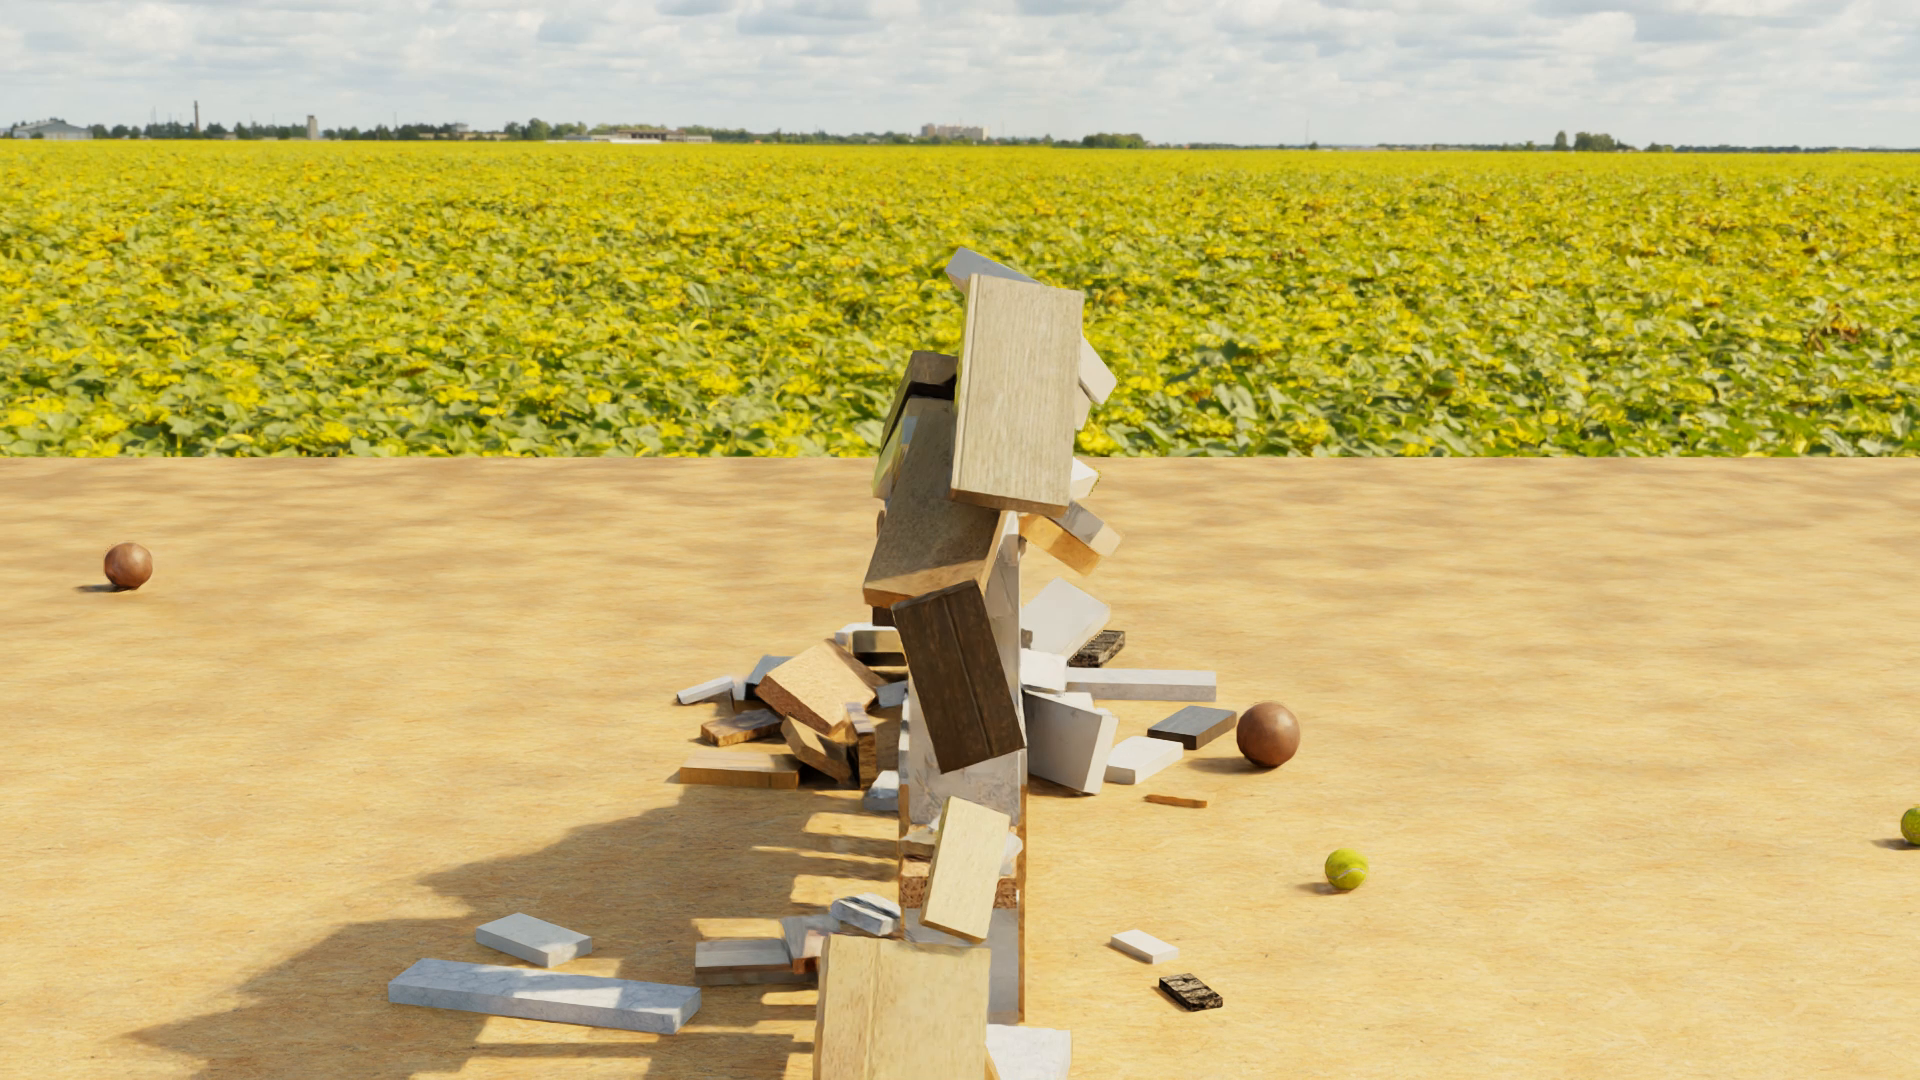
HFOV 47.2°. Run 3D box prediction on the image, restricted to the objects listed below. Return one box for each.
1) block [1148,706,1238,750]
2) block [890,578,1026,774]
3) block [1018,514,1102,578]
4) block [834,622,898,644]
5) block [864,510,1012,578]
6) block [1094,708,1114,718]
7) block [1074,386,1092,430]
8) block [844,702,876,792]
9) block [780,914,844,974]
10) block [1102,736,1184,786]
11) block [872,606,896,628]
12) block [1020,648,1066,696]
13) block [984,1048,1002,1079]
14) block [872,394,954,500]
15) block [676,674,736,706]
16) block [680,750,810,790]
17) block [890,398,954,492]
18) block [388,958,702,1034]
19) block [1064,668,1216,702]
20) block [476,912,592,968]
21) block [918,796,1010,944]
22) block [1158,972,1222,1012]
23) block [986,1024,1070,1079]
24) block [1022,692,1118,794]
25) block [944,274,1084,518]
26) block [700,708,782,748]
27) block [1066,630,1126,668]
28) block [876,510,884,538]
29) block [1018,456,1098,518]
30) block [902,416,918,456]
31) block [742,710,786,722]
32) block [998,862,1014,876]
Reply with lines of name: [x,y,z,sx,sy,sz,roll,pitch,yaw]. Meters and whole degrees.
block: [0.491,0.395,4.635,0.111,0.031,0.221,6,12,29]
block: [-0.002,0.159,2.564,0.103,0.207,0.029,-17,14,-4]
block: [0.108,-0.042,3.833,0.169,0.048,0.432,38,3,24]
block: [-0.112,0.232,5.434,0.382,0.029,0.103,-1,11,19]
block: [-0.021,-0.002,2.779,0.136,0.039,0.273,6,32,10]
block: [0.262,0.382,4.744,0.123,0.017,0.062,-3,11,-13]
block: [0.091,-0.197,2.893,0.143,0.041,0.286,20,1,7]
block: [-0.197,0.405,4.343,0.033,0.116,0.231,-4,11,-9]
block: [-0.220,0.611,3.329,0.087,0.025,0.174,-2,11,-11]
block: [0.349,0.439,4.395,0.111,0.031,0.221,6,12,30]
block: [-0.039,0.072,3.429,0.150,0.043,0.301,2,16,7]
block: [0.127,0.255,4.334,0.158,0.079,0.022,11,-34,-6]
block: [-0.010,0.652,2.300,0.162,0.046,0.325,-31,31,-1]
block: [-0.020,-0.123,3.256,0.168,0.048,0.336,8,-18,-9]
block: [-0.568,0.334,4.903,0.123,0.017,0.062,-19,13,-13]
block: [-0.421,0.452,4.323,0.231,0.033,0.116,2,11,11]
block: [-0.001,-0.121,3.046,0.168,0.048,0.336,5,-13,-4]
block: [-0.605,0.662,3.201,0.447,0.029,0.103,3,11,15]
block: [0.395,0.327,4.980,0.366,0.038,0.135,1,11,6]
block: [-0.665,0.623,3.426,0.174,0.025,0.087,9,14,39]
block: [0.005,0.331,2.213,0.067,0.134,0.019,21,-30,-15]
block: [0.339,0.664,3.229,0.052,0.015,0.103,-4,11,-21]
block: [-0.030,0.762,2.306,0.162,0.046,0.922,2,18,11]
block: [0.176,0.391,4.318,0.042,0.149,0.299,16,-2,-40]
block: [0.068,-0.176,2.669,0.143,0.286,0.041,9,-21,-9]
block: [-0.457,0.393,4.607,0.153,0.022,0.076,-12,25,-33]
block: [0.303,0.263,5.322,0.135,0.038,0.271,3,11,17]
block: [-0.029,-0.004,3.633,0.150,0.043,0.319,2,-6,11]
block: [0.100,-0.121,3.679,0.169,0.048,0.338,35,18,15]
block: [0.003,-0.105,2.916,0.136,0.039,0.273,3,-13,4]
block: [-0.390,0.385,4.715,0.153,0.022,0.076,-1,11,-6]
block: [0.025,0.405,2.762,0.054,0.015,0.109,-9,7,-14]
